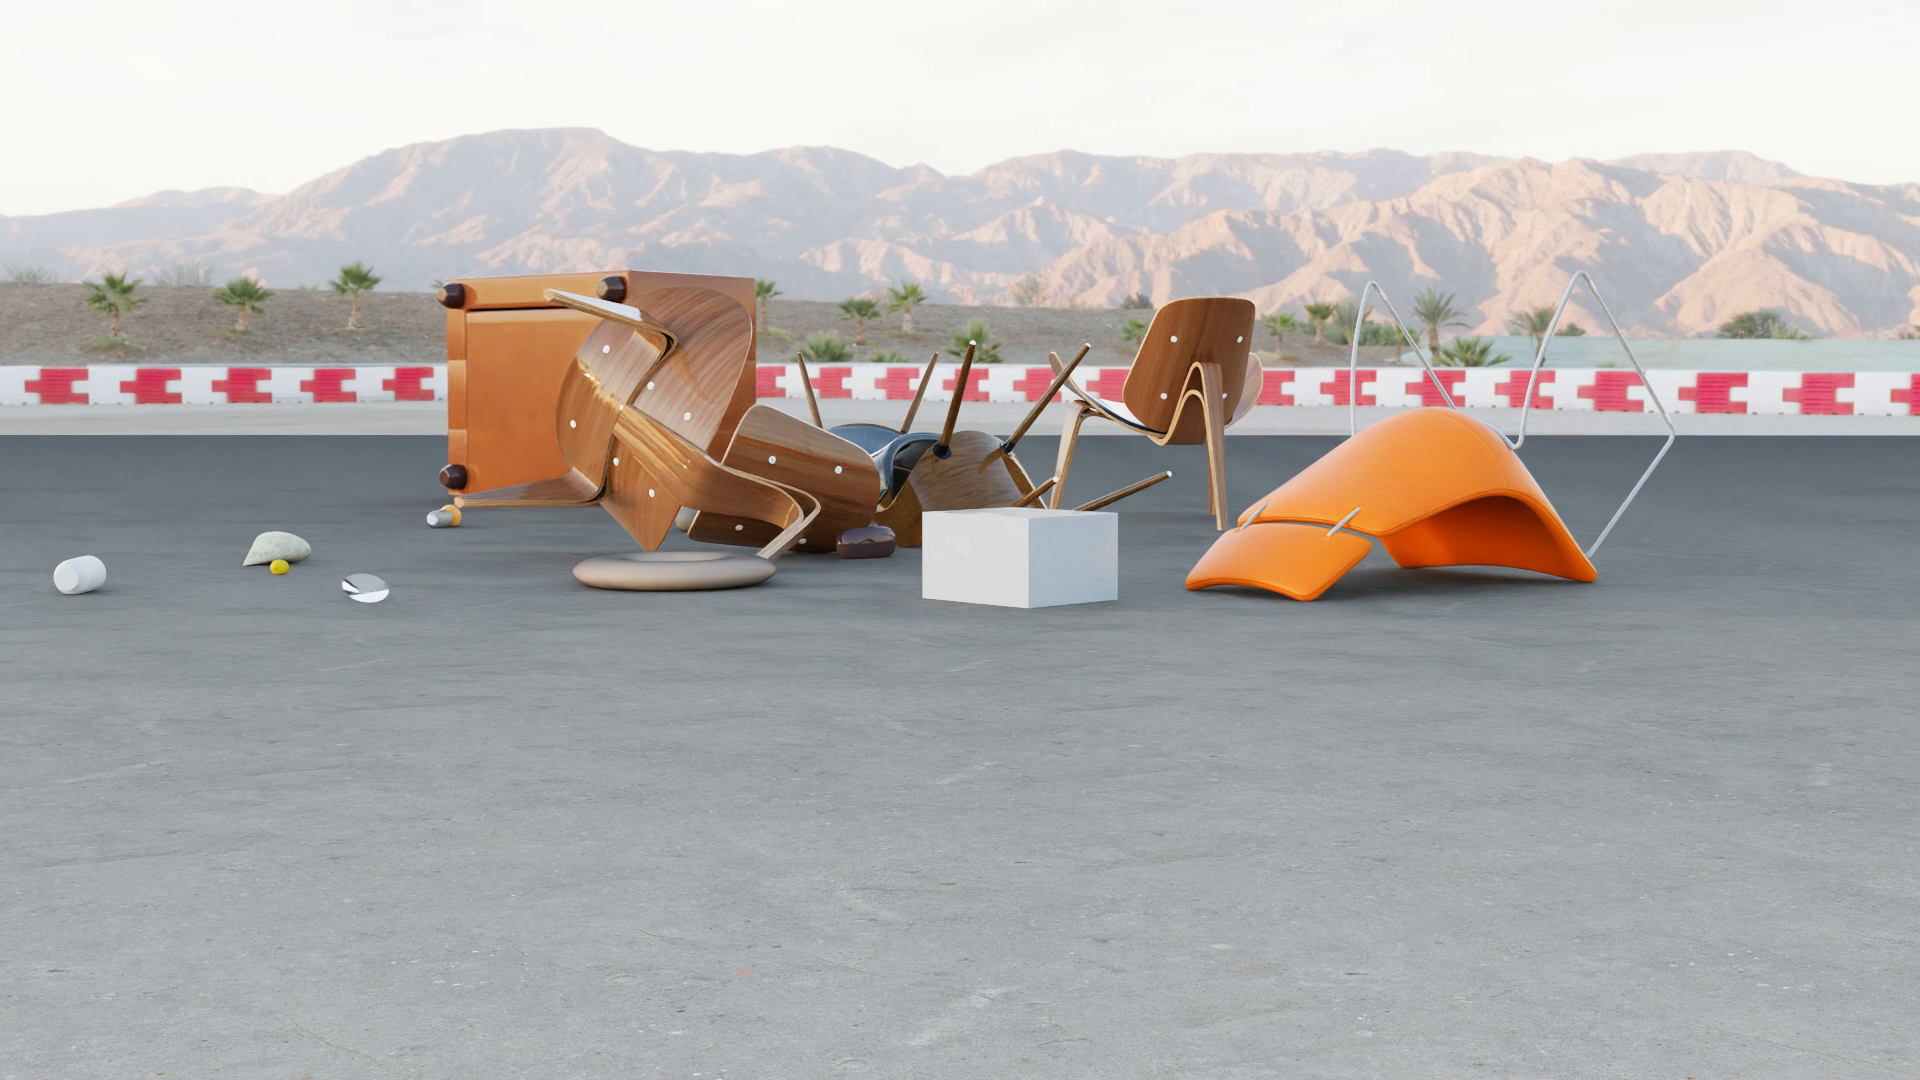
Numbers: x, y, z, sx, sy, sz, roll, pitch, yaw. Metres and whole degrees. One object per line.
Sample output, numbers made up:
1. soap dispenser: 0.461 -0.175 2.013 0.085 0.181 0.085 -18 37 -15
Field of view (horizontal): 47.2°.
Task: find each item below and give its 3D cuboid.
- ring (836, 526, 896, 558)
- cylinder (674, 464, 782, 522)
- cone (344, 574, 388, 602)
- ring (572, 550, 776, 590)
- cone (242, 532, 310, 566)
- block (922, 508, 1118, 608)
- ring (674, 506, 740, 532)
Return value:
1. ring: -0.249 0.007 5.861 0.194 0.081 0.088 -5 4 -39
2. cylinder: -0.797 -0.164 7.537 0.282 0.180 0.252 4 -16 47
3. cone: -1.266 0.115 4.668 0.096 0.040 0.082 4 45 -30
4. ring: -0.656 0.070 5.058 0.466 0.066 0.436 0 4 0
5. cone: -1.787 0.042 5.634 0.198 0.084 0.144 3 21 28
6. block: 0.128 0.033 4.708 0.275 0.185 0.315 -4 5 -44
7. ring: -0.798 -0.067 6.968 0.155 0.077 0.235 2 3 45
